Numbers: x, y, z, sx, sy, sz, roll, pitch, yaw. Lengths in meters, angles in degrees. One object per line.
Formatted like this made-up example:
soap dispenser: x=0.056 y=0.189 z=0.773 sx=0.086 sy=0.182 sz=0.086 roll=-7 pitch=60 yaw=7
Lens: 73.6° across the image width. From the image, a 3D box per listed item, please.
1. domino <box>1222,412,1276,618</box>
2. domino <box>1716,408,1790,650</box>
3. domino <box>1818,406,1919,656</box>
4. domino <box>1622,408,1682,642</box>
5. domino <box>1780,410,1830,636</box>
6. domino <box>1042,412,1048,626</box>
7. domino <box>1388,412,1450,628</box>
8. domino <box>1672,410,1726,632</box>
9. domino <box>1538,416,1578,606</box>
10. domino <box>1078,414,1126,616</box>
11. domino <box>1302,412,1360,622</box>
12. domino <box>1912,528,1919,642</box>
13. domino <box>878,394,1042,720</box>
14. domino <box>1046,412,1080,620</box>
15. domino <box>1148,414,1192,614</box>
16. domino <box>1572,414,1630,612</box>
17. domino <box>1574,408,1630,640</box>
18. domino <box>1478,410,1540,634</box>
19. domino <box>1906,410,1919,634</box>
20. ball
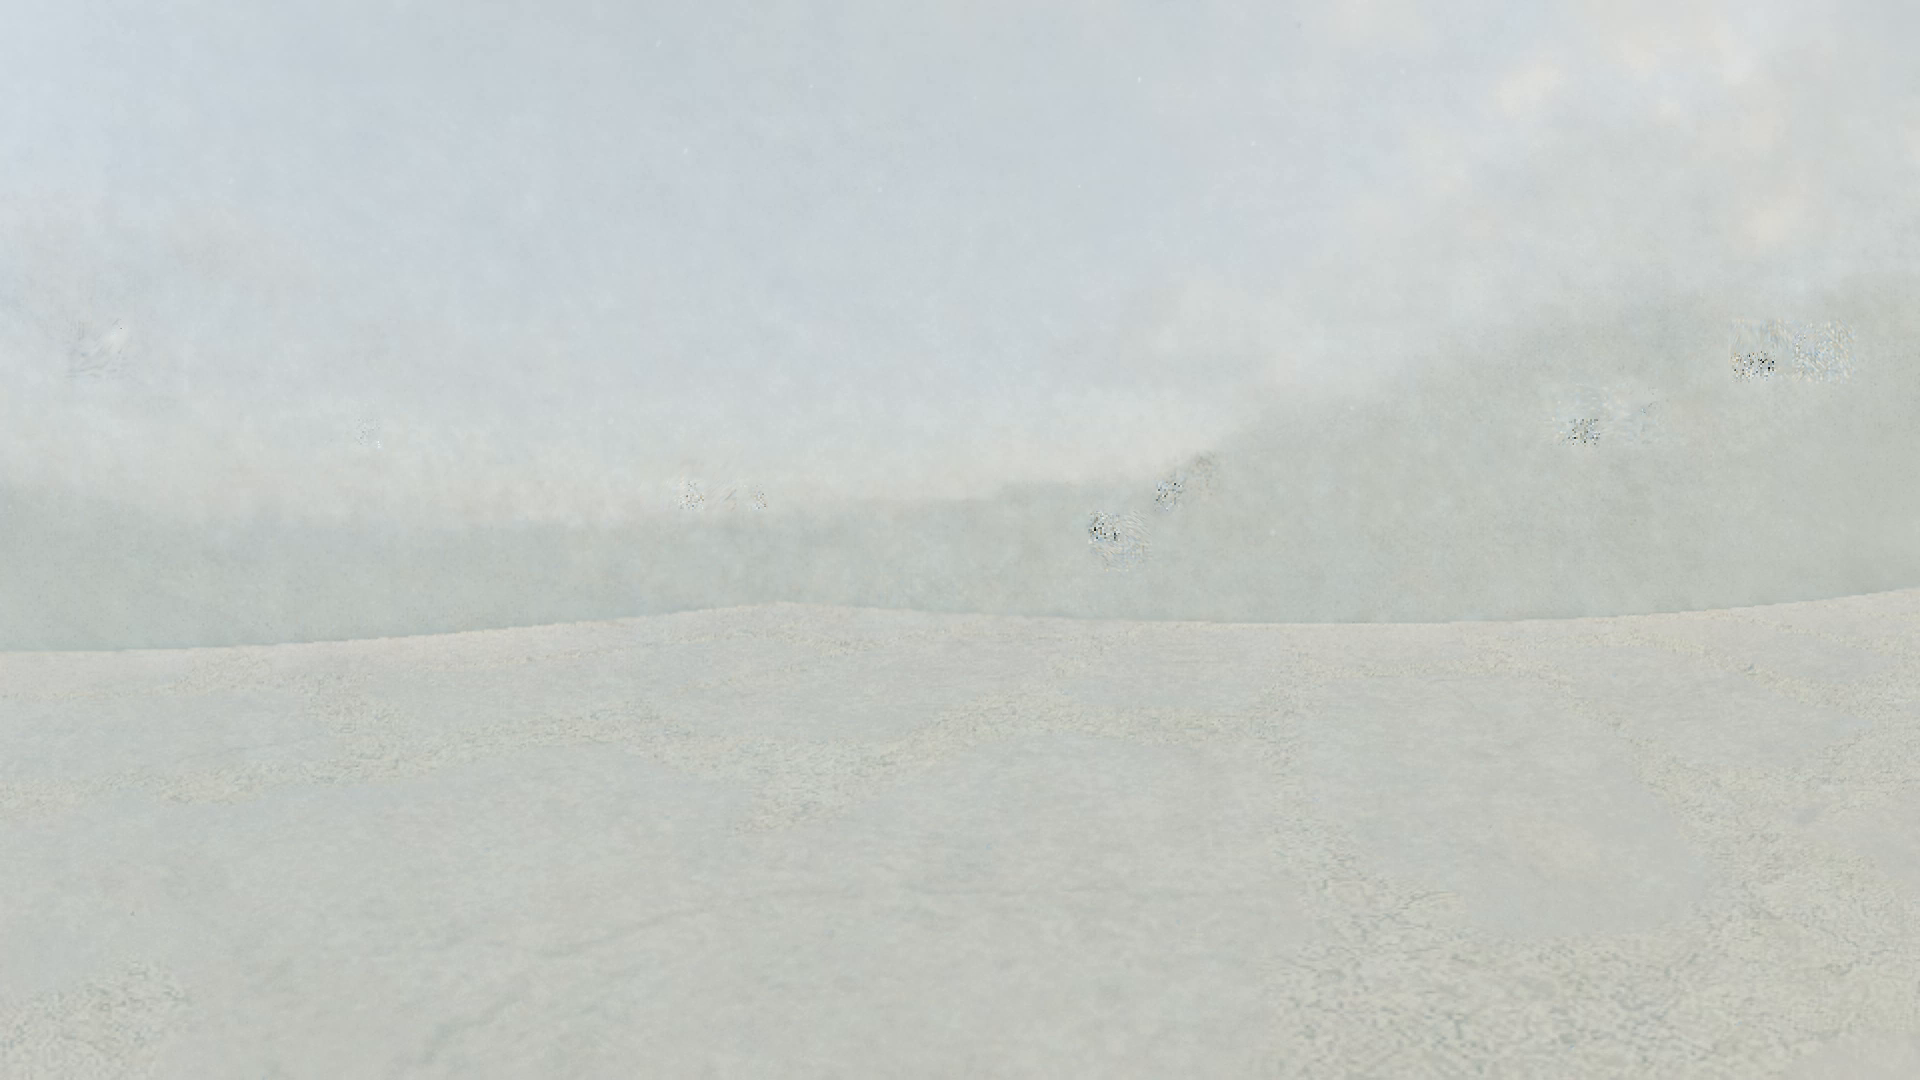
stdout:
domino: x=0.073 y=-0.007 z=0.326 sx=0.010 sy=0.050 sz=0.025 roll=2 pitch=5 yaw=20
domino: x=0.171 y=-0.003 z=0.277 sx=0.009 sy=0.050 sz=0.025 roll=2 pitch=5 yaw=27
domino: x=0.189 y=-0.003 z=0.268 sx=0.009 sy=0.050 sz=0.025 roll=2 pitch=5 yaw=22
domino: x=0.154 y=-0.004 z=0.286 sx=0.009 sy=0.050 sz=0.025 roll=2 pitch=5 yaw=28
domino: x=0.194 y=-0.004 z=0.293 sx=0.009 sy=0.050 sz=0.025 roll=1 pitch=4 yaw=17
domino: x=0.007 y=-0.005 z=0.302 sx=0.025 sy=0.050 sz=0.009 roll=2 pitch=5 yaw=20
domino: x=0.111 y=-0.006 z=0.309 sx=0.009 sy=0.050 sz=0.025 roll=2 pitch=5 yaw=27
domino: x=0.176 y=-0.005 z=0.302 sx=0.010 sy=0.050 sz=0.025 roll=4 pitch=6 yaw=41
domino: x=0.169 y=-0.008 z=0.340 sx=0.025 sy=0.050 sz=0.009 roll=1 pitch=4 yaw=11
domino: x=0.034 y=-0.007 z=0.330 sx=0.009 sy=0.050 sz=0.025 roll=-1 pitch=4 yaw=-14
domino: x=0.092 y=-0.006 z=0.318 sx=0.009 sy=0.050 sz=0.025 roll=2 pitch=5 yaw=24
domino: x=0.209 y=-0.002 z=0.263 sx=0.009 sy=0.050 sz=0.025 roll=1 pitch=4 yaw=9
domino: x=0.000 y=0.002 z=0.201 sx=0.025 sy=0.050 sz=0.010 roll=0 pitch=4 yaw=0
domino: x=0.017 y=-0.006 z=0.319 sx=0.025 sy=0.050 sz=0.009 roll=4 pitch=6 yaw=39
domino: x=0.054 y=-0.007 z=0.331 sx=0.009 sy=0.050 sz=0.025 roll=1 pitch=4 yaw=7
domino: x=0.168 y=-0.006 z=0.320 sx=0.025 sy=0.050 sz=0.009 roll=0 pitch=4 yaw=-7
domino: x=0.145 y=-0.004 z=0.290 sx=0.009 sy=0.050 sz=0.025 roll=2 pitch=5 yaw=27
domino: x=0.129 y=-0.005 z=0.300 sx=0.009 sy=0.050 sz=0.025 roll=2 pitch=5 yaw=29
domino: x=0.214 y=-0.004 z=0.292 sx=0.010 sy=0.050 sz=0.025 roll=-2 pitch=5 yaw=-28
ball: x=0.000 y=-0.002 z=0.056 sx=0.080 sy=0.080 sz=0.080 roll=0 pitch=4 yaw=0
